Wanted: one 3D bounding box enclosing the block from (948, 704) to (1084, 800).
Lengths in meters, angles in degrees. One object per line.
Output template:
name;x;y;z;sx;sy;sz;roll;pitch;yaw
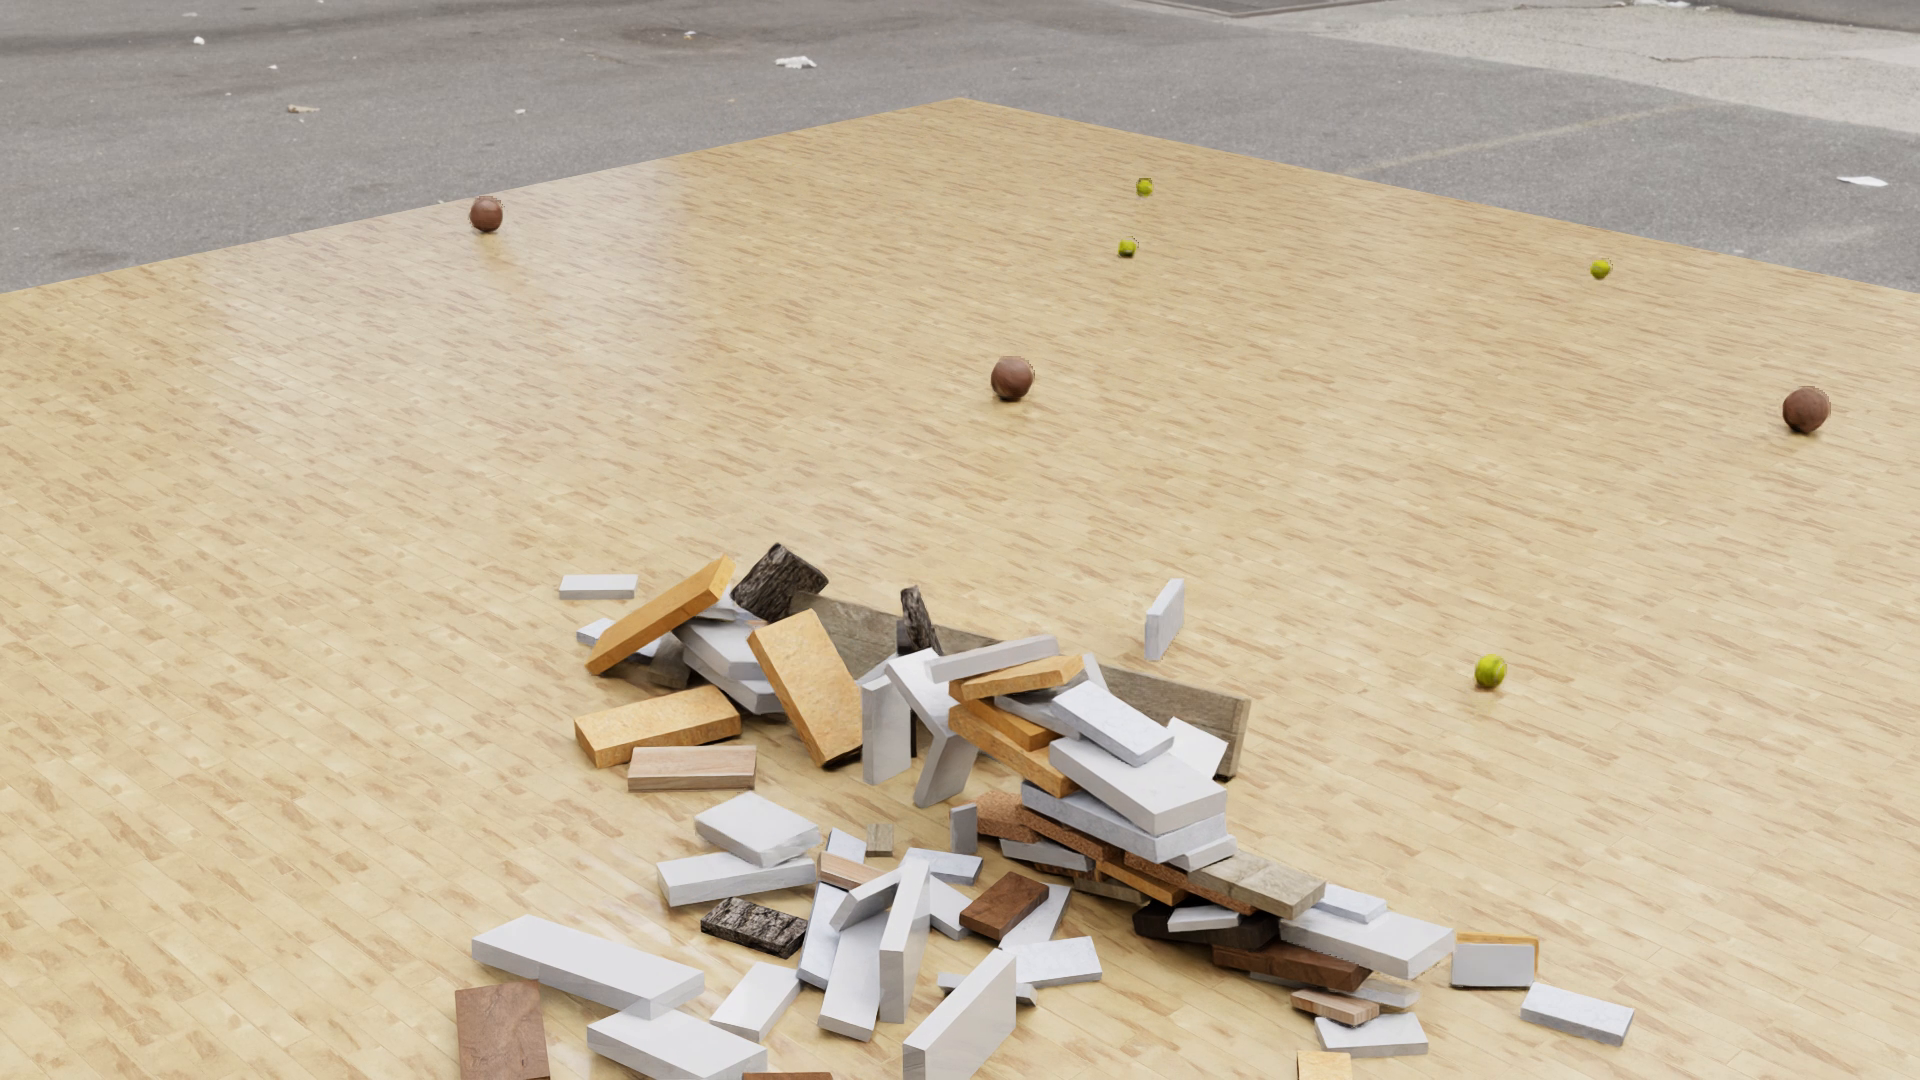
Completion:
block;0.143;0.384;4.230;0.161;0.046;0.322;-19;33;-36

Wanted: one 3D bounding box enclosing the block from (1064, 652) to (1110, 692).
block;0.197;0.338;4.627;0.040;0.140;0.279;-25;2;-44

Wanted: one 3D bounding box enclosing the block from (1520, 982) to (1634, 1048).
block;1.065;0.819;3.799;0.174;0.025;0.087;12;26;26

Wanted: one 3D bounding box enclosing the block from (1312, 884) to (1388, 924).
block;0.688;0.646;3.911;0.064;0.018;0.129;-23;22;-40

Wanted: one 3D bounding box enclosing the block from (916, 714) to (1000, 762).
block;-0.007;0.369;4.741;0.033;0.115;0.296;-23;32;-34

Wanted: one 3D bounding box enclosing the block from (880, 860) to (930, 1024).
block;-0.096;0.709;3.901;0.042;0.148;0.295;3;23;7

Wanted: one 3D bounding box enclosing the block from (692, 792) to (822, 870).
block;-0.394;0.561;4.261;0.131;0.037;0.263;-22;21;-31

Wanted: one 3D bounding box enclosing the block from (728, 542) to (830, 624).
block;-0.416;0.111;5.102;0.046;0.161;0.322;42;0;17

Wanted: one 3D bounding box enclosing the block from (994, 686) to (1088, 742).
block;0.180;0.317;4.186;0.212;0.030;0.106;20;31;38

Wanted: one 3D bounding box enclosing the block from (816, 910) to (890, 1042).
block;-0.178;0.759;3.903;0.094;0.027;0.363;18;24;-2

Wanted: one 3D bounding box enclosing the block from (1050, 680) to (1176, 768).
block;0.282;0.340;4.079;0.212;0.030;0.106;32;37;32

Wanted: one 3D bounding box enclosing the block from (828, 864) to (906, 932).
block;-0.158;0.652;4.005;0.025;0.087;0.175;44;32;21

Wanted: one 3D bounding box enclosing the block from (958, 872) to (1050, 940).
block;0.083;0.676;4.071;0.087;0.025;0.175;17;28;29

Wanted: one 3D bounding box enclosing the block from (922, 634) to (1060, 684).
block;0.060;0.230;4.282;0.251;0.036;0.126;-13;2;-7

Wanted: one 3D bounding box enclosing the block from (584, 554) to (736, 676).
block;-0.678;0.172;4.963;0.417;0.037;0.129;-30;24;31

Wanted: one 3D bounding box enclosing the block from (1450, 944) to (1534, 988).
block;0.942;0.753;3.894;0.142;0.071;0.020;1;-8;3

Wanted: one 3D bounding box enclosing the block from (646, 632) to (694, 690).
block;-0.650;0.271;5.031;0.092;0.026;0.184;15;31;0

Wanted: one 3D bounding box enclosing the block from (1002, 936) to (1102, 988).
block;0.163;0.755;3.920;0.164;0.023;0.082;-5;42;-12

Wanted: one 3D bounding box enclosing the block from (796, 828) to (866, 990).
block;-0.236;0.681;4.089;0.074;0.021;0.484;27;22;-7

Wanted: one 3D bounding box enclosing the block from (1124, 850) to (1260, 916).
block;0.443;0.602;3.995;0.279;0.031;0.109;18;27;39

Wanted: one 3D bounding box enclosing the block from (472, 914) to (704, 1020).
block;-0.659;0.749;3.875;0.424;0.040;0.139;10;16;33

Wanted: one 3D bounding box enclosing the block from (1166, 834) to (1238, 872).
block;0.391;0.542;4.006;0.109;0.031;0.219;-16;18;-30

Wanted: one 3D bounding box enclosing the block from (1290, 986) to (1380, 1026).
block;0.645;0.802;3.795;0.070;0.020;0.139;-8;11;-42

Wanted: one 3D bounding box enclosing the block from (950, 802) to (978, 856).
block;0.007;0.567;4.291;0.052;0.103;0.015;-12;25;-25

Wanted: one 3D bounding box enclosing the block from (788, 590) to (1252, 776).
block;0.097;0.304;4.832;1.120;0.161;0.046;13;2;27

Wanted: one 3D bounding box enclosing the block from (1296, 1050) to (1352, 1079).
block;0.600;0.901;3.605;0.087;0.025;0.174;2;23;5

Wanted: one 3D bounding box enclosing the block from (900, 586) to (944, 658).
block;-0.064;0.237;4.607;0.037;0.263;0.131;-17;35;4

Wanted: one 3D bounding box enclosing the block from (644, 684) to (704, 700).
block;-0.621;0.360;4.886;0.145;0.021;0.072;-12;26;-26

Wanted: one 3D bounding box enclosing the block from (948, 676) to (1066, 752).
block;0.107;0.322;4.261;0.129;0.037;0.258;-16;31;-33

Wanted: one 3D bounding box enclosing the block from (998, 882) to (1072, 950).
block;0.140;0.706;4.068;0.082;0.023;0.233;6;24;14

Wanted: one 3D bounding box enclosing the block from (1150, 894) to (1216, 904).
block;0.459;0.646;4.041;0.223;0.018;0.064;-6;13;35

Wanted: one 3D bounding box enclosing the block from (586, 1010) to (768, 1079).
block;-0.472;0.845;3.656;0.284;0.040;0.142;11;17;39

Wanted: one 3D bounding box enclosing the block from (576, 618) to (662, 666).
block;-0.761;0.245;5.150;0.290;0.026;0.092;16;28;33

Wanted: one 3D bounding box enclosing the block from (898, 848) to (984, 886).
block;-0.037;0.631;4.247;0.148;0.021;0.074;6;24;14

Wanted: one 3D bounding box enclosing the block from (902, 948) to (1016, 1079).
block;0.002;0.819;3.641;0.042;0.148;0.308;12;26;27

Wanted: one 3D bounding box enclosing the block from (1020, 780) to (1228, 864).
block;0.297;0.496;4.068;0.161;0.046;0.409;-16;18;-31

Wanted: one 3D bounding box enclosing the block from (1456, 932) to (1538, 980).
block;0.957;0.741;3.921;0.142;0.071;0.020;3;-2;7

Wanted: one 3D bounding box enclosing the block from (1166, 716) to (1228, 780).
block;0.434;0.481;4.406;0.126;0.036;0.251;26;52;7

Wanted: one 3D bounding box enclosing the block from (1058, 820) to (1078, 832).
block;0.209;0.518;4.164;0.052;0.015;0.103;-9;22;-11

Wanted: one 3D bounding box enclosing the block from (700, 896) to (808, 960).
block;-0.373;0.712;4.047;0.188;0.027;0.094;12;26;26

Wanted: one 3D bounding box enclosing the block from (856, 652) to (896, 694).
block;-0.163;0.292;4.818;0.230;0.033;0.115;-36;-10;-8

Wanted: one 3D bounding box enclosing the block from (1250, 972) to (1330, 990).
block;0.594;0.770;3.922;0.140;0.020;0.070;9;25;20
